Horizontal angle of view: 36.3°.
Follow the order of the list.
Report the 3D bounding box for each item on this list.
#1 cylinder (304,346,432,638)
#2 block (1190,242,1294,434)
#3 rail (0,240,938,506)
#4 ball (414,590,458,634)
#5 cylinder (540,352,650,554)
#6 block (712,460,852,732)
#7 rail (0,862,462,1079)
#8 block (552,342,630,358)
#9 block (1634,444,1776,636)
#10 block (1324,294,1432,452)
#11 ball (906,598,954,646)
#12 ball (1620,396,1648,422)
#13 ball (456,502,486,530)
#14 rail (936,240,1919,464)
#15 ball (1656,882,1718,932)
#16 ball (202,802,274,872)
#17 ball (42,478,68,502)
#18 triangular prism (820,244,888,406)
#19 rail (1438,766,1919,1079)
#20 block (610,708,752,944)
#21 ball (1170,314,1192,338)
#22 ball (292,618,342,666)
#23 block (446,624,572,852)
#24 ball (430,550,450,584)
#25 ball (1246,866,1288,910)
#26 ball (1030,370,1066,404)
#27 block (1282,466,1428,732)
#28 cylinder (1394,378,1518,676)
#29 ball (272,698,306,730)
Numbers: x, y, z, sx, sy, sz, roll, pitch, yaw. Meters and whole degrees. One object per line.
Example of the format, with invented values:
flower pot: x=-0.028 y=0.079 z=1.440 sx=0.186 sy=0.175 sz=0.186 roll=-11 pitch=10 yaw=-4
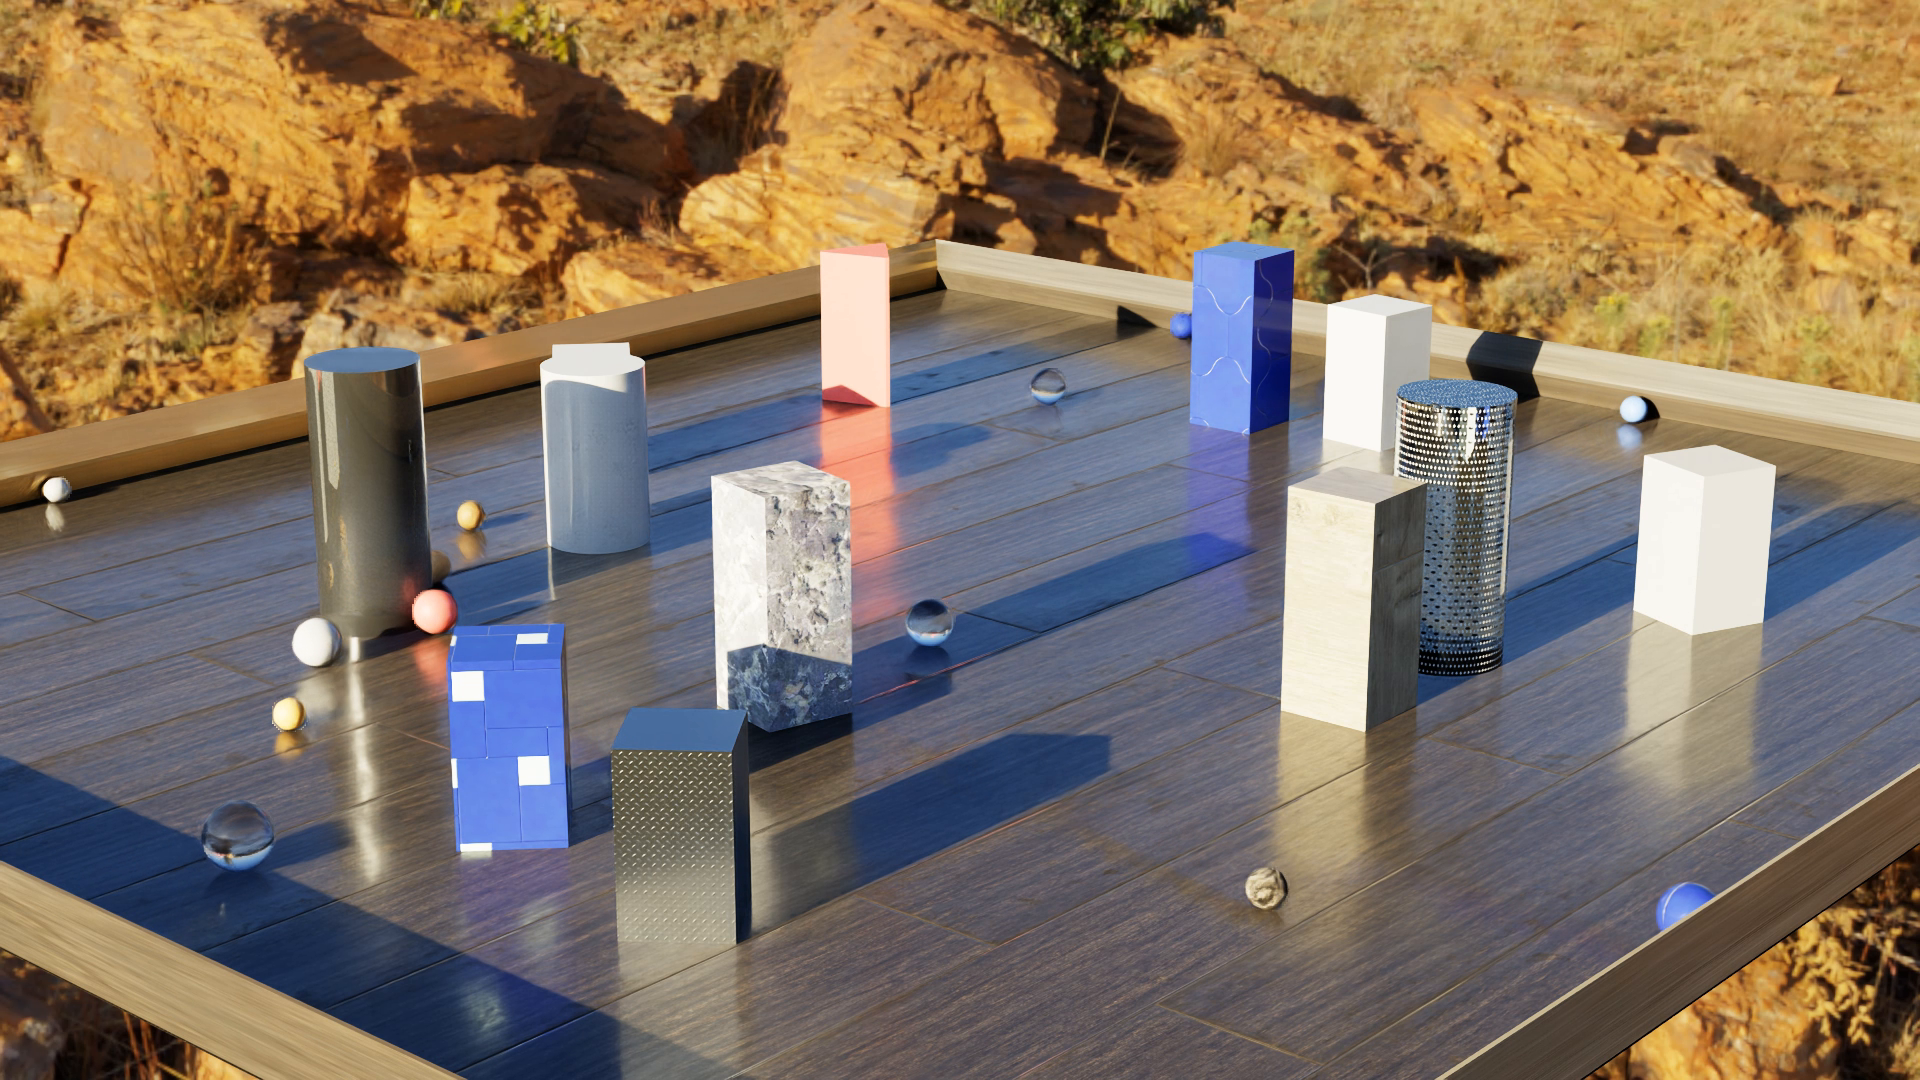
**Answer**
cylinder: x=-0.991 y=-0.082 z=4.927 sx=0.190 sy=0.454 sz=0.190 roll=0 pitch=17 yaw=0
block: x=0.599 y=-0.431 z=6.226 sx=0.152 sy=0.371 sz=0.152 roll=13 pitch=21 yaw=37
rail: x=-1.301 y=-0.296 z=6.202 sx=0.045 sy=0.124 sz=3.833 roll=14 pitch=22 yaw=39
ball: x=-0.878 y=0.120 z=4.914 sx=0.075 sy=0.075 sz=0.075 roll=0 pitch=17 yaw=0
cylinder: x=-0.670 y=-0.161 z=5.398 sx=0.190 sy=0.333 sz=0.190 roll=0 pitch=17 yaw=0
block: x=-0.273 y=0.085 z=4.517 sx=0.152 sy=0.372 sz=0.152 roll=-12 pitch=20 yaw=-34
rail: x=-1.241 y=0.444 z=3.752 sx=3.494 sy=0.124 sz=0.045 roll=14 pitch=22 yaw=39
block: x=-0.734 y=-0.257 z=5.870 sx=0.152 sy=0.244 sz=0.152 roll=-2 pitch=17 yaw=-7
block: x=1.261 y=-0.002 z=4.971 sx=0.152 sy=0.275 sz=0.152 roll=-8 pitch=19 yaw=-25
block: x=0.869 y=-0.349 z=6.104 sx=0.152 sy=0.285 sz=0.152 roll=-15 pitch=22 yaw=-41
ball: x=-0.050 y=0.137 z=4.851 sx=0.079 sy=0.079 sz=0.079 roll=0 pitch=17 yaw=0
ball: x=1.439 y=-0.279 z=6.266 sx=0.057 sy=0.057 sz=0.057 roll=0 pitch=17 yaw=0
ball: x=-0.917 y=-0.045 z=5.499 sx=0.052 sy=0.052 sz=0.052 roll=0 pitch=17 yaw=0
rail: x=1.241 y=-0.382 z=6.489 sx=3.494 sy=0.124 sz=0.045 roll=14 pitch=22 yaw=39
ball: x=0.925 y=0.476 z=3.721 sx=0.084 sy=0.084 sz=0.084 roll=0 pitch=17 yaw=0
ball: x=-0.973 y=0.400 z=3.953 sx=0.095 sy=0.095 sz=0.095 roll=0 pitch=17 yaw=0
ball: x=-1.751 y=-0.097 z=5.679 sx=0.048 sy=0.048 sz=0.048 roll=0 pitch=17 yaw=0
triangular prism: x=-0.199 y=-0.478 z=6.451 sx=0.165 sy=0.331 sz=0.143 roll=8 pitch=19 yaw=25
rail: x=1.301 y=0.358 z=4.039 sx=0.045 sy=0.124 sz=3.833 roll=14 pitch=22 yaw=39
block: x=-0.356 y=0.366 z=3.774 sx=0.152 sy=0.262 sz=0.152 roll=1 pitch=17 yaw=3
ball: x=0.537 y=-0.513 z=7.033 sx=0.061 sy=0.061 sz=0.061 roll=0 pitch=17 yaw=0
ball: x=-1.042 y=0.166 z=4.755 sx=0.079 sy=0.079 sz=0.079 roll=0 pitch=17 yaw=0
block: x=-0.622 y=0.272 z=4.065 sx=0.152 sy=0.275 sz=0.152 roll=-1 pitch=17 yaw=-5
ball: x=-0.930 y=0.047 z=5.182 sx=0.059 sy=0.059 sz=0.059 roll=0 pitch=17 yaw=0
ball: x=0.401 y=0.456 z=3.837 sx=0.055 sy=0.055 sz=0.055 roll=0 pitch=17 yaw=0
ball: x=0.193 y=-0.336 z=6.419 sx=0.077 sy=0.077 sz=0.077 roll=0 pitch=17 yaw=0
block: x=0.607 y=0.088 z=4.522 sx=0.152 sy=0.362 sz=0.152 roll=13 pitch=21 yaw=37
cylinder: x=0.793 y=-0.021 z=4.740 sx=0.190 sy=0.445 sz=0.190 roll=0 pitch=17 yaw=0
ball: x=-1.023 y=0.266 z=4.475 sx=0.049 sy=0.049 sz=0.049 roll=0 pitch=17 yaw=0
